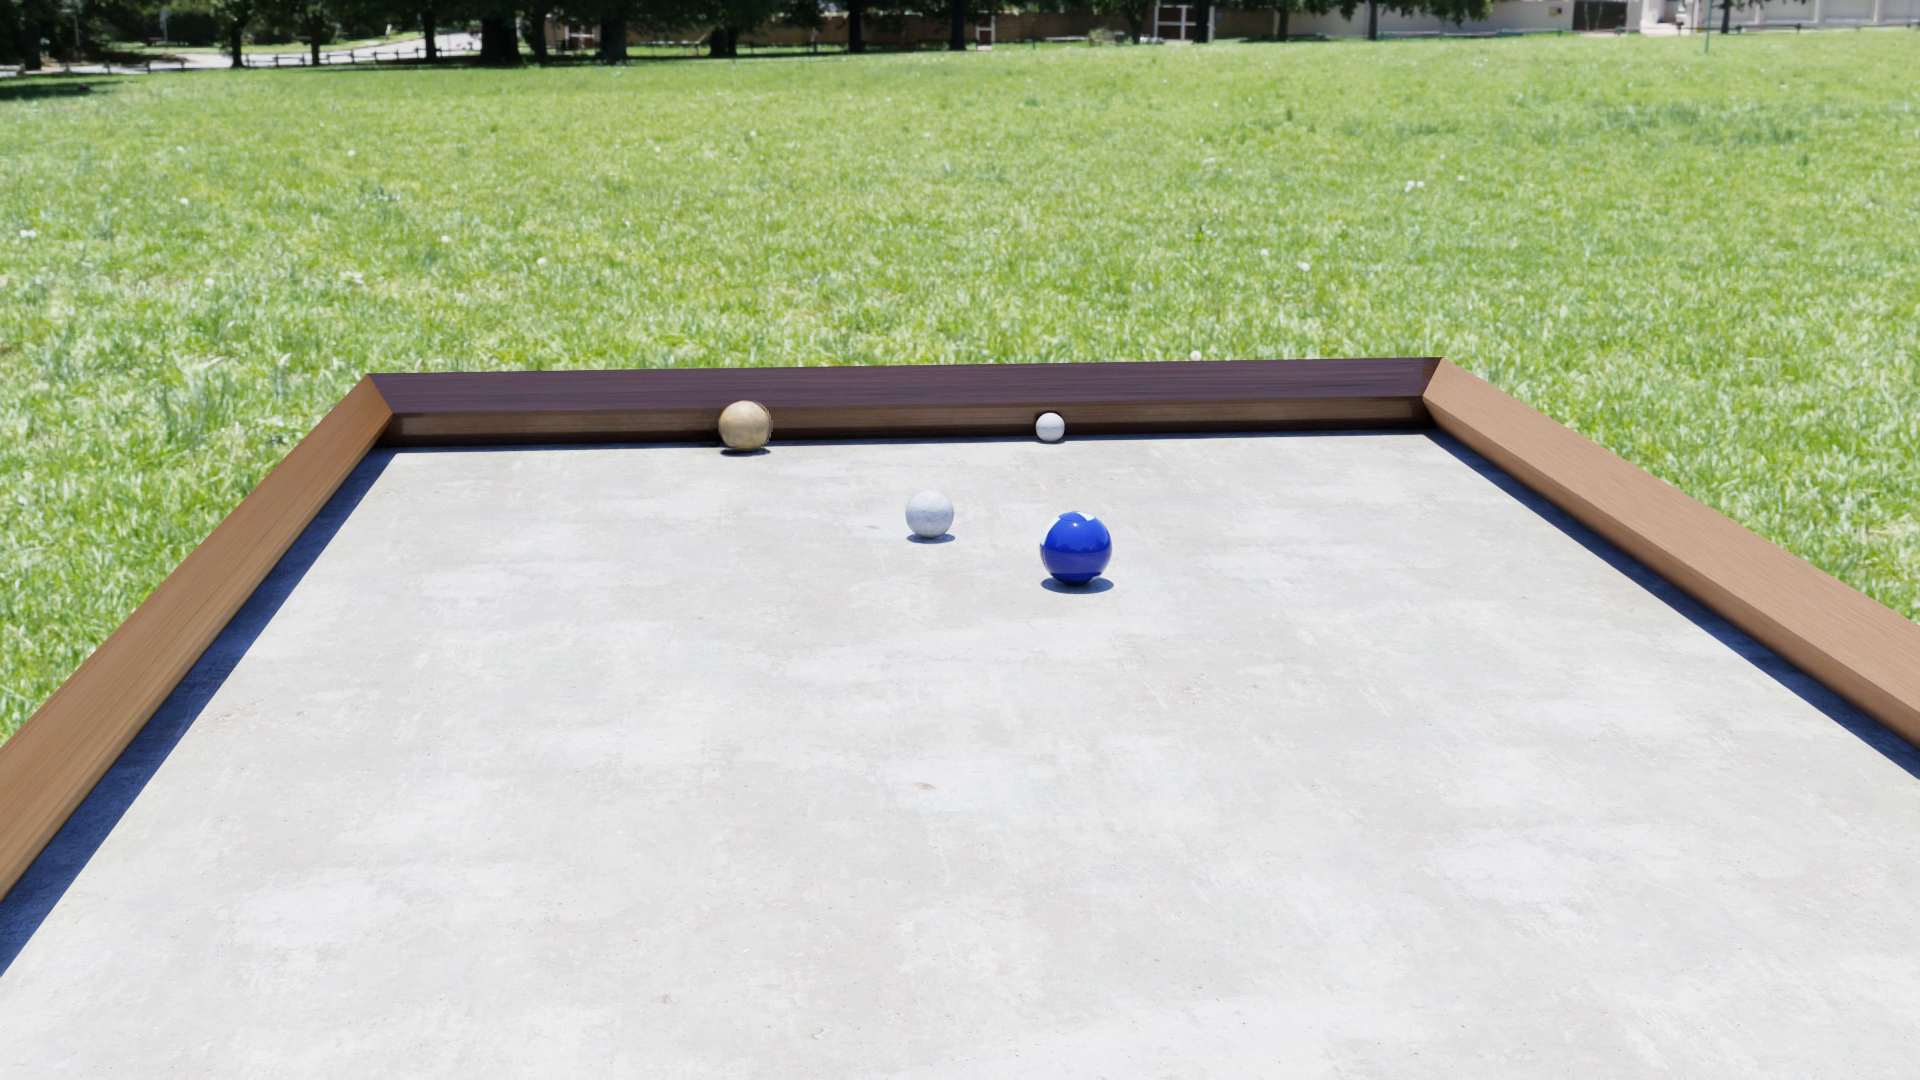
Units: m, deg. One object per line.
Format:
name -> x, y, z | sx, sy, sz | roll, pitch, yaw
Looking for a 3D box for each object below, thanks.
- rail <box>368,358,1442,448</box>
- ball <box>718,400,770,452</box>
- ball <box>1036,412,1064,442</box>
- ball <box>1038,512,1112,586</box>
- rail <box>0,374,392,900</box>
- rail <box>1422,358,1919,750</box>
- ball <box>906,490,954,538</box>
rail -> -0.070, -0.221, 3.573 | 1.758, 0.119, 0.045 | -1, 15, -5
ball -> -0.343, -0.181, 3.496 | 0.082, 0.082, 0.082 | 0, 14, 0
ball -> 0.147, -0.183, 3.574 | 0.047, 0.047, 0.047 | 0, 14, 0
ball -> 0.144, 0.010, 2.736 | 0.092, 0.092, 0.092 | 0, 14, 0
rail -> -0.780, 0.197, 1.950 | 0.045, 0.119, 3.261 | -1, 15, -5
rail -> 0.923, 0.160, 2.096 | 0.045, 0.119, 3.261 | -1, 15, -5
ball -> -0.041, -0.035, 2.963 | 0.066, 0.066, 0.066 | 0, 14, 0
